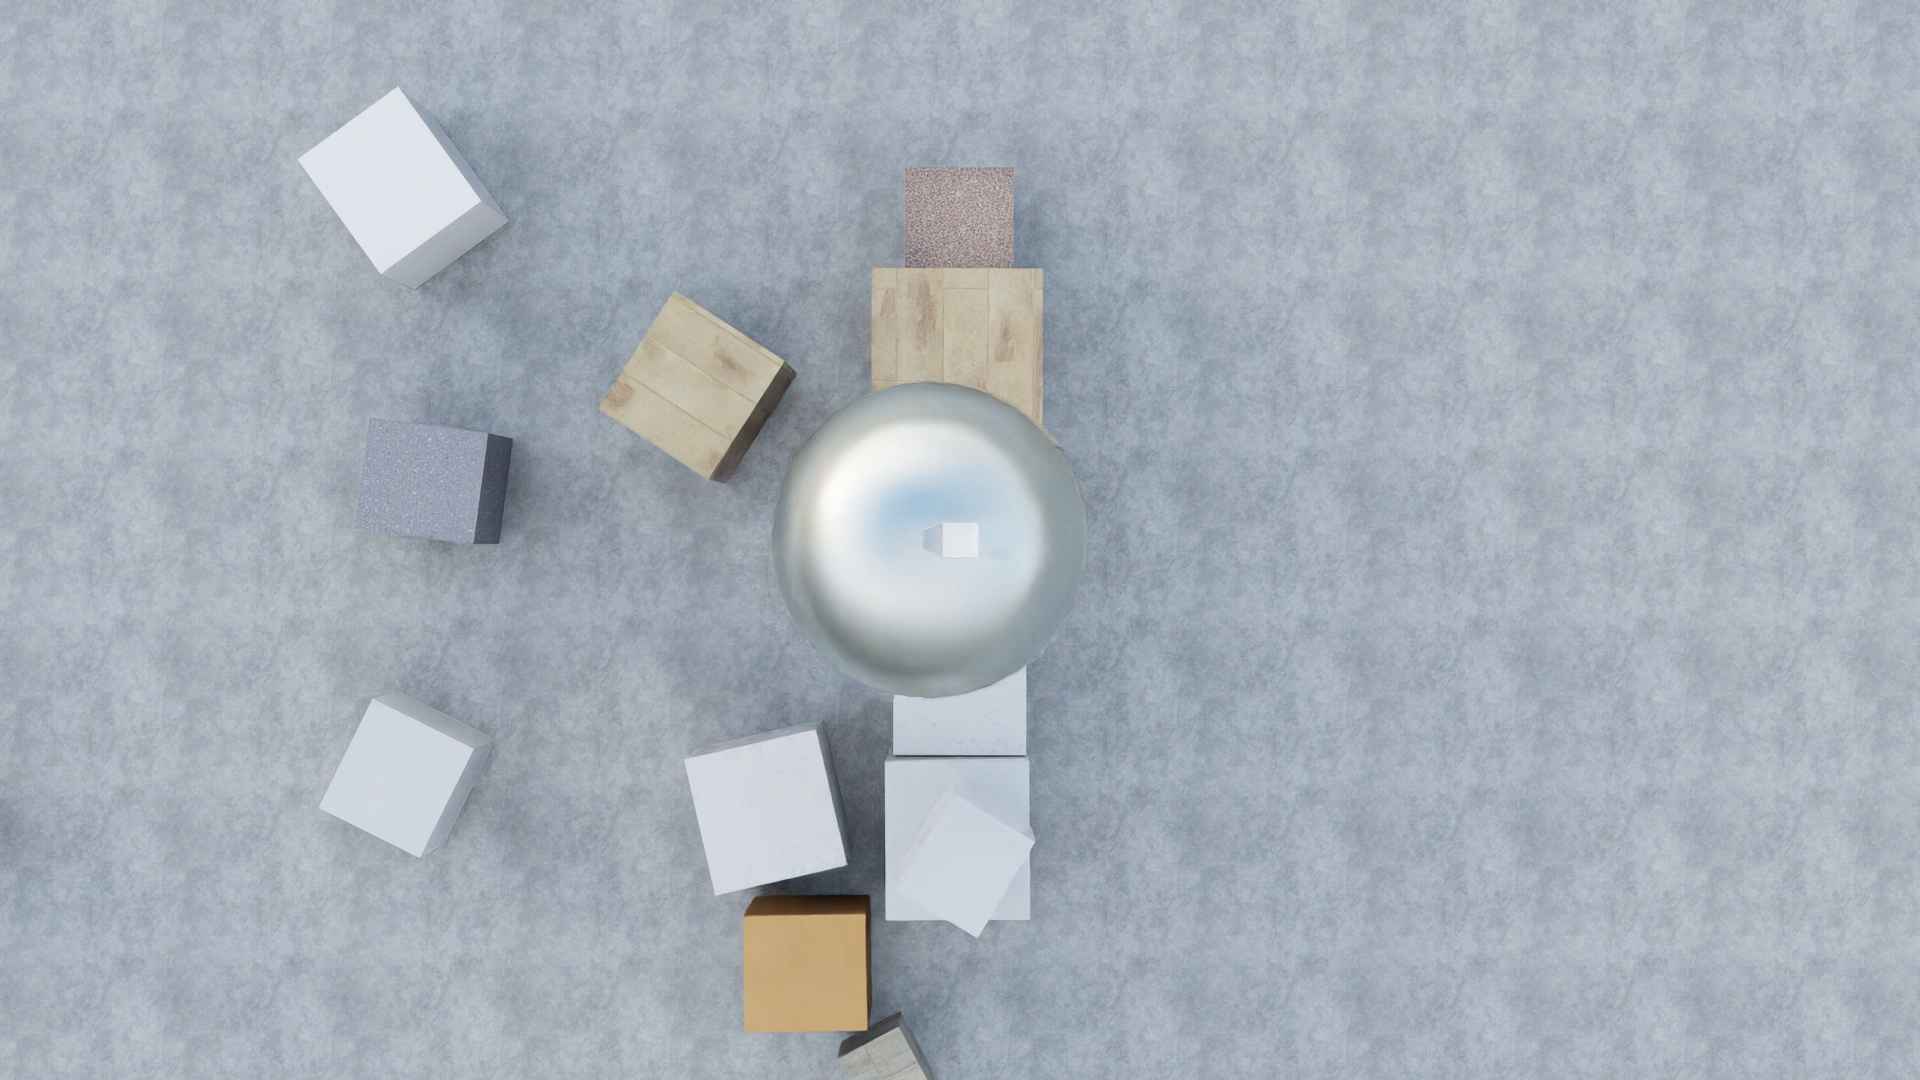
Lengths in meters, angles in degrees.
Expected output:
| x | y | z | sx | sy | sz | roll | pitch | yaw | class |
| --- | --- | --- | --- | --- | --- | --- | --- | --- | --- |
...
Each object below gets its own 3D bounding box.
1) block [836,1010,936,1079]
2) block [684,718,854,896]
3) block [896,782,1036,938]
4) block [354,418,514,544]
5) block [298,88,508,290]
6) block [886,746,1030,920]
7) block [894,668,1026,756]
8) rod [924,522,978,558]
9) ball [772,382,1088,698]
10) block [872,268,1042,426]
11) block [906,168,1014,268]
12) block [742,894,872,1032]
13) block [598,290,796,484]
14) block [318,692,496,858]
| x | y | z | sx | sy | sz | roll | pitch | yaw | class |
| --- | --- | --- | --- | --- | --- | --- | --- | --- | --- |
| -0.420 | 3.074 | 12.782 | 0.401 | 0.436 | 0.455 | -28 | 90 | 0 | block |
| -1.084 | 1.520 | 12.632 | 0.754 | 0.737 | 0.777 | -13 | 90 | 0 | block |
| 0.031 | 1.708 | 11.805 | 0.495 | 0.552 | 0.589 | 31 | 90 | 0 | block |
| -3.015 | -0.332 | 12.657 | 0.670 | 0.687 | 0.628 | 8 | 90 | 0 | block |
| -3.176 | -2.003 | 12.620 | 0.691 | 0.761 | 0.788 | -36 | 90 | 0 | block |
| -0.013 | 1.652 | 12.540 | 0.792 | 0.919 | 0.872 | 0 | 90 | 0 | block |
| -0.001 | 0.813 | 12.652 | 0.742 | 0.696 | 0.781 | 0 | 90 | 0 | block |
| -0.065 | 0.000 | 7.705 | 0.080 | 5.200 | 0.080 | 0 | 90 | -1 | rod |
| -0.151 | 0.000 | 11.104 | 1.600 | 1.600 | 1.600 | 0 | 90 | 0 | ball |
| -0.016 | -1.000 | 12.518 | 0.936 | 0.963 | 0.974 | 0 | 90 | 0 | block |
| -0.003 | -1.792 | 12.655 | 0.608 | 0.691 | 0.590 | 0 | 90 | 0 | block |
| -0.867 | 2.426 | 12.652 | 0.685 | 0.696 | 0.652 | -1 | 90 | 0 | block |
| -1.476 | -0.853 | 12.542 | 0.720 | 0.916 | 0.776 | 33 | 90 | 0 | block |
| -3.179 | 1.344 | 12.701 | 0.638 | 0.598 | 0.686 | 26 | 90 | 0 | block |
